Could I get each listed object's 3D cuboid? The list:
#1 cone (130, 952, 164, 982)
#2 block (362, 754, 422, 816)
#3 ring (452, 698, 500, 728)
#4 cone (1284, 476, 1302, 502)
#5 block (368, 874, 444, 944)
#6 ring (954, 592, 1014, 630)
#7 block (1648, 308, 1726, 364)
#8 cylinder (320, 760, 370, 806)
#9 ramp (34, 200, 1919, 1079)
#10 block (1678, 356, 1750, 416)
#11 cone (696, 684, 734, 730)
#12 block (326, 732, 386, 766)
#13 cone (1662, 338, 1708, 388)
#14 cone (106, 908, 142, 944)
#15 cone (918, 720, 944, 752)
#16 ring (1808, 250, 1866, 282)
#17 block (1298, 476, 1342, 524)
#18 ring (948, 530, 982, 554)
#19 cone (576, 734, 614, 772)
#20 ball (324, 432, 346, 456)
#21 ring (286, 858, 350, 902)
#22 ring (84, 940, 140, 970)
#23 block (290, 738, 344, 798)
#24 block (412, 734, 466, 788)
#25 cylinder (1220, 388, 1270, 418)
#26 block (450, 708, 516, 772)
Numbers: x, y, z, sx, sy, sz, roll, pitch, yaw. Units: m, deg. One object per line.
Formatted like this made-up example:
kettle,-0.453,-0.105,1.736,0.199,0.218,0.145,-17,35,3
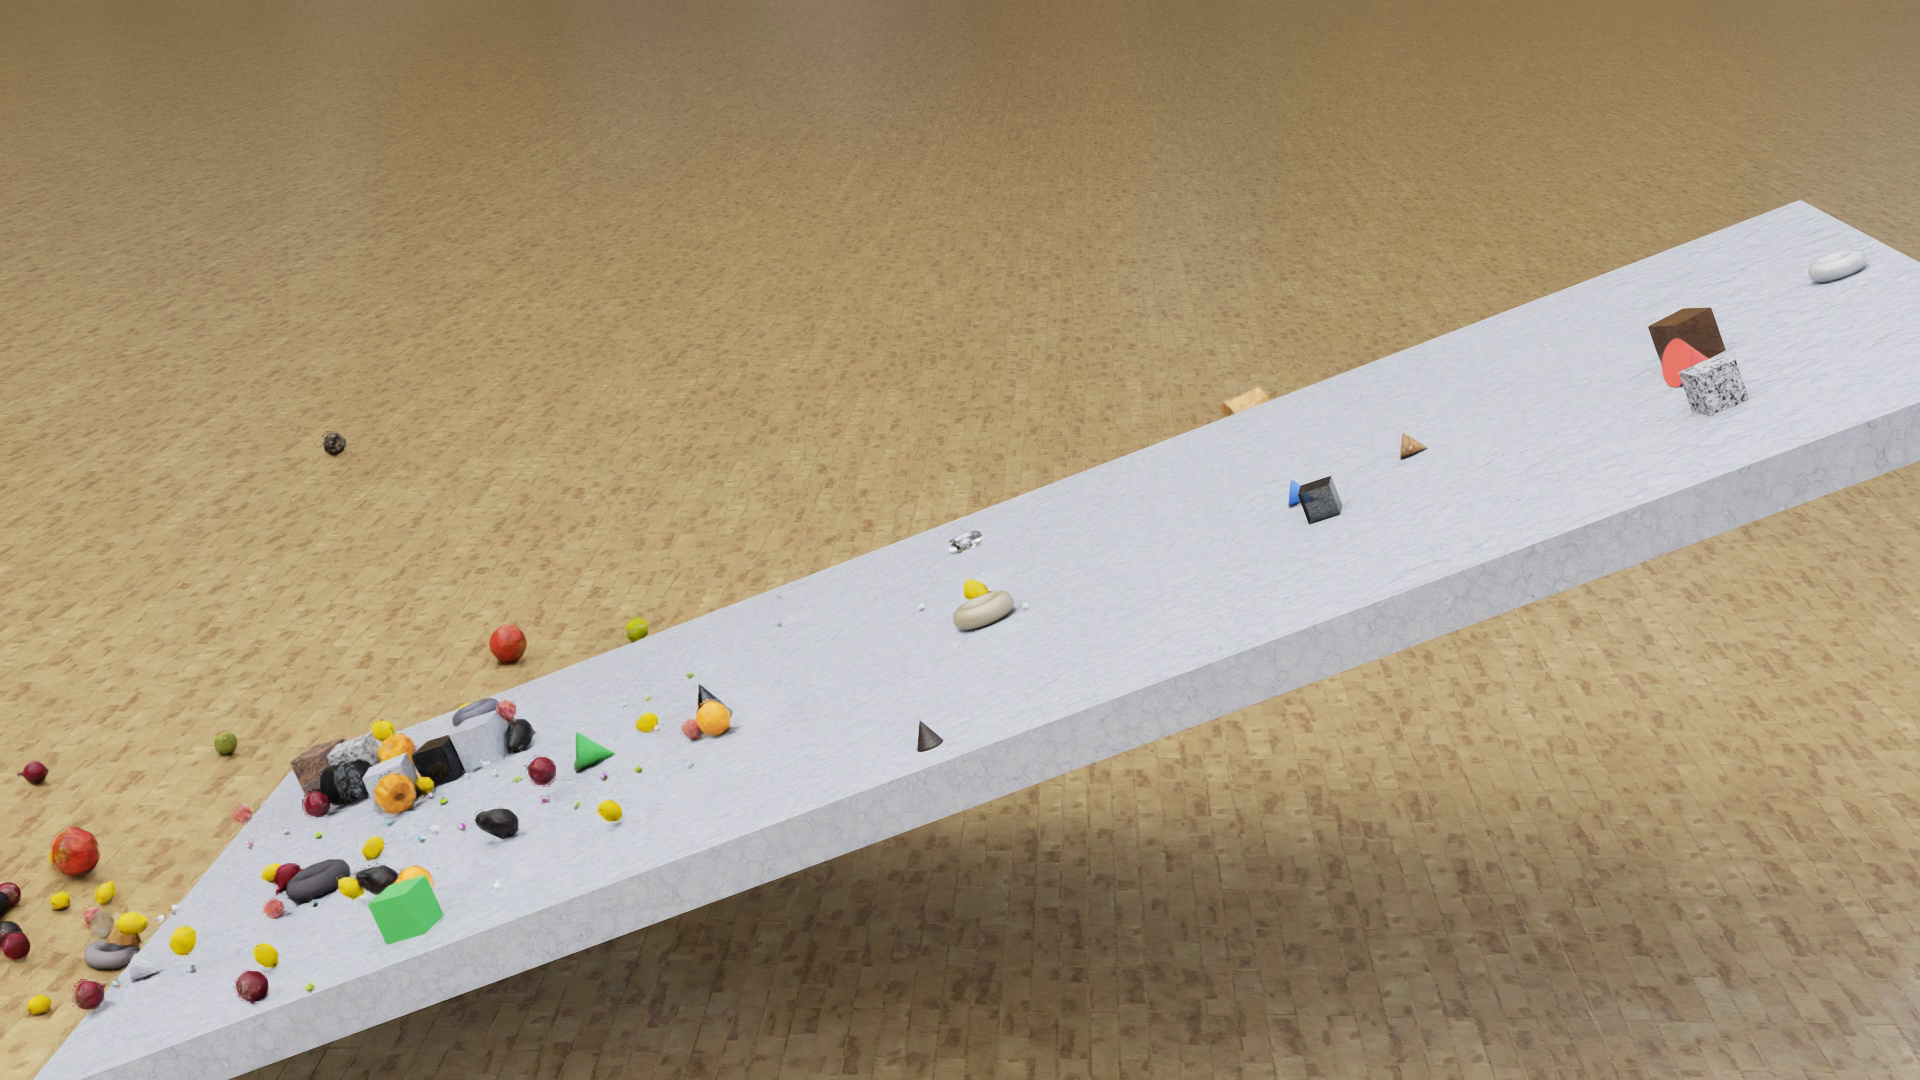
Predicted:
cone,-1.674,0.885,6.077,0.063,0.063,0.063,5,14,-1
block,-1.289,0.555,6.684,0.093,0.093,0.093,-22,12,3
ring,-1.185,0.425,7.197,0.124,0.041,0.124,-22,11,4
cone,0.713,-0.095,6.105,0.057,0.057,0.057,22,10,-12
block,-1.058,0.706,5.619,0.086,0.086,0.086,-17,13,22
ring,0.049,0.148,6.185,0.136,0.045,0.136,-22,10,4
block,1.472,-0.409,5.959,0.093,0.093,0.093,-26,13,-19
cylinder,-1.432,0.567,6.885,0.093,0.093,0.093,-14,4,35
ramp,0.123,0.174,6.291,4.000,0.100,2.000,-21,12,7
block,1.424,-0.292,5.556,0.083,0.083,0.083,-23,12,-6
cone,-0.539,0.345,6.270,0.089,0.089,0.089,-21,12,5
block,-1.450,0.532,7.073,0.093,0.093,0.093,-20,12,11
cone,1.462,-0.348,5.832,0.098,0.098,0.098,2,12,-19
cone,-1.846,0.849,6.502,0.079,0.079,0.079,5,0,0
cone,-0.065,0.357,5.449,0.054,0.054,0.054,-21,12,5
ring,1.838,-0.575,6.164,0.121,0.040,0.121,-20,11,4
block,0.725,-0.080,5.922,0.066,0.066,0.066,-19,12,16
ring,0.012,0.005,6.924,0.088,0.029,0.088,-21,13,5
cone,-0.783,0.459,6.330,0.085,0.085,0.085,3,13,-10
ball,-2.489,-0.383,11.703,0.089,0.089,0.089,0,14,0
ring,-1.352,0.717,6.197,0.142,0.047,0.142,-20,13,5
ring,-1.873,0.914,6.496,0.120,0.040,0.120,2,14,0
block,-1.540,0.553,7.131,0.098,0.098,0.098,-14,14,33
block,-1.185,0.504,6.734,0.086,0.086,0.086,-17,13,22
cylinder,0.720,-0.318,7.361,0.098,0.098,0.098,-24,20,-13
block,-1.093,0.460,6.741,0.096,0.096,0.096,-18,13,18
